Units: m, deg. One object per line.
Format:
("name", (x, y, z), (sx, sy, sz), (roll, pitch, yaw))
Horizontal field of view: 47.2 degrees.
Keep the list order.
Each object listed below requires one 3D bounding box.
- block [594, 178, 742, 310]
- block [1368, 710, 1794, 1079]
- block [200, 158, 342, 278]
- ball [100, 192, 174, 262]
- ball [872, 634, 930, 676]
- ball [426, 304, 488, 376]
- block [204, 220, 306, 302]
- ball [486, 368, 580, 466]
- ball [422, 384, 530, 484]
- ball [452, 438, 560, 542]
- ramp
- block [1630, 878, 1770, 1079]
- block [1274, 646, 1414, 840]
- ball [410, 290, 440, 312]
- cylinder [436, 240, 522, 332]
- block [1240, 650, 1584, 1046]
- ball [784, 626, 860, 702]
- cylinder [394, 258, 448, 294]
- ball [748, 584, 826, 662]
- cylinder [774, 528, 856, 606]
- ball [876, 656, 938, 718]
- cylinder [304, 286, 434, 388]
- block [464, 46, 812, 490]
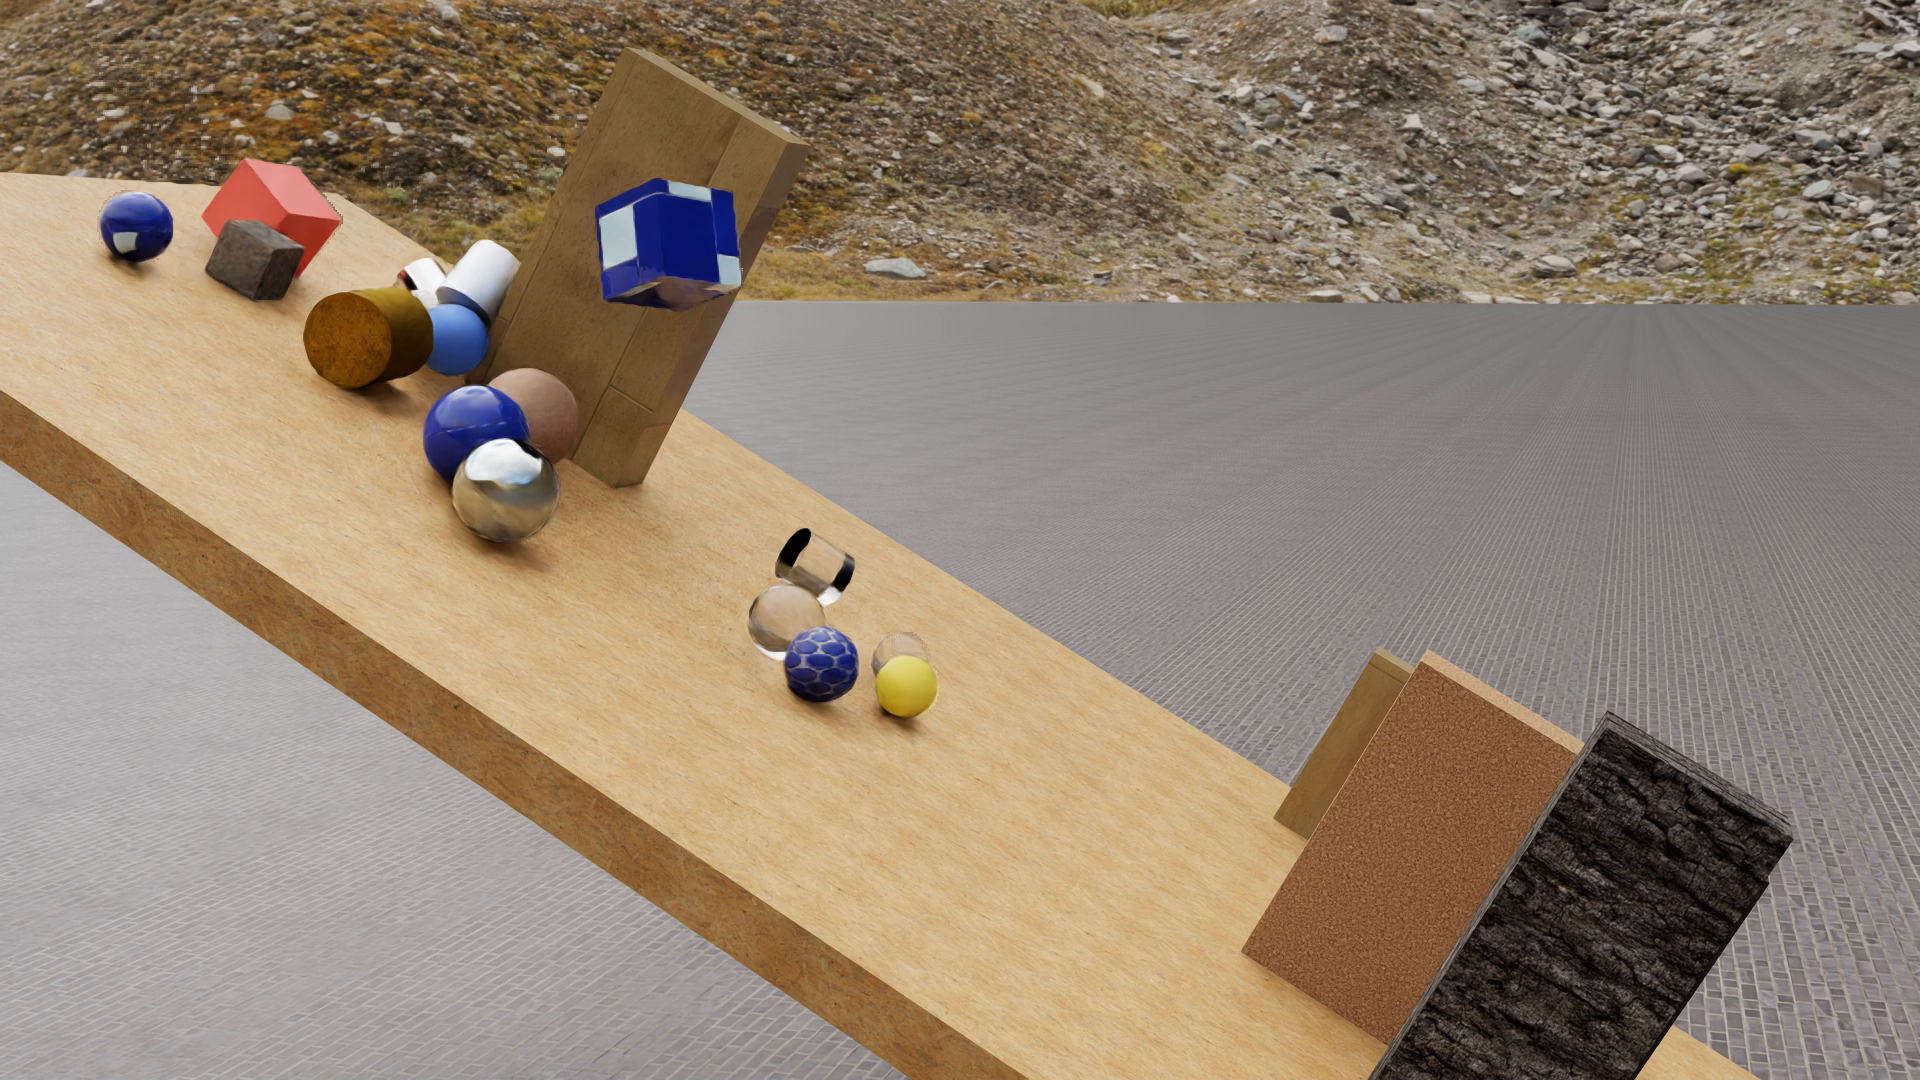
("block", (-0.542, -0.545, 4.083), (0.181, 0.181, 0.181), (-14, -11, 43))
("block", (0.843, 0.658, 3.157), (0.285, 0.788, 0.128), (32, 15, 11))
("block", (-1.443, -0.674, 4.609), (0.165, 0.165, 0.165), (49, 20, 15))
("ball", (-1.585, -0.603, 4.234), (0.135, 0.135, 0.135), (0, 7, 0))
("ball", (-0.114, 0.233, 4.188), (0.110, 0.110, 0.110), (0, 7, 0))
("ball", (-1.030, -0.405, 4.457), (0.145, 0.145, 0.145), (0, 7, 0))
("block", (-1.423, -0.565, 4.441), (0.118, 0.118, 0.118), (31, 14, 8))
("ball", (-0.835, -0.231, 4.238), (0.201, 0.201, 0.201), (0, 7, 0))
("ball", (-0.882, -0.186, 4.010), (0.193, 0.193, 0.193), (0, 7, 0))
("ball", (-0.795, -0.087, 3.849), (0.184, 0.184, 0.184), (0, 7, 0))
("ramp", (-0.198, 0.326, 4.135), (4.000, 0.100, 2.000), (32, 15, 11))
("block", (0.957, 0.716, 3.436), (0.269, 0.659, 0.106), (32, 15, 11))
("block", (0.945, 0.513, 4.599), (0.416, 0.420, 0.081), (32, 15, 11))
("ball", (-1.123, -0.451, 4.579), (0.138, 0.138, 0.138), (0, 7, 0))
("cylinder", (-0.984, -0.523, 4.533), (0.136, 0.136, 0.136), (25, -27, 14))
("block", (0.783, 0.536, 3.822), (0.309, 0.612, 0.125), (32, 15, 11))
("ball", (-0.246, 0.222, 3.923), (0.135, 0.135, 0.135), (0, 7, 0))
("cylinder", (-1.155, -0.532, 4.788), (0.114, 0.114, 0.114), (51, 31, 19))
("ball", (-0.317, 0.150, 4.021), (0.143, 0.143, 0.143), (0, 7, 0))
("cylinder", (-0.274, 0.051, 4.163), (0.108, 0.108, 0.108), (33, -9, -26))
("ball", (-0.099, 0.271, 4.074), (0.115, 0.115, 0.115), (0, 7, 0))
("cylinder", (-1.141, -0.394, 4.252), (0.182, 0.182, 0.182), (1, 10, 12))
("block", (-0.662, -0.546, 4.462), (0.394, 0.787, 0.131), (32, 15, 11))
